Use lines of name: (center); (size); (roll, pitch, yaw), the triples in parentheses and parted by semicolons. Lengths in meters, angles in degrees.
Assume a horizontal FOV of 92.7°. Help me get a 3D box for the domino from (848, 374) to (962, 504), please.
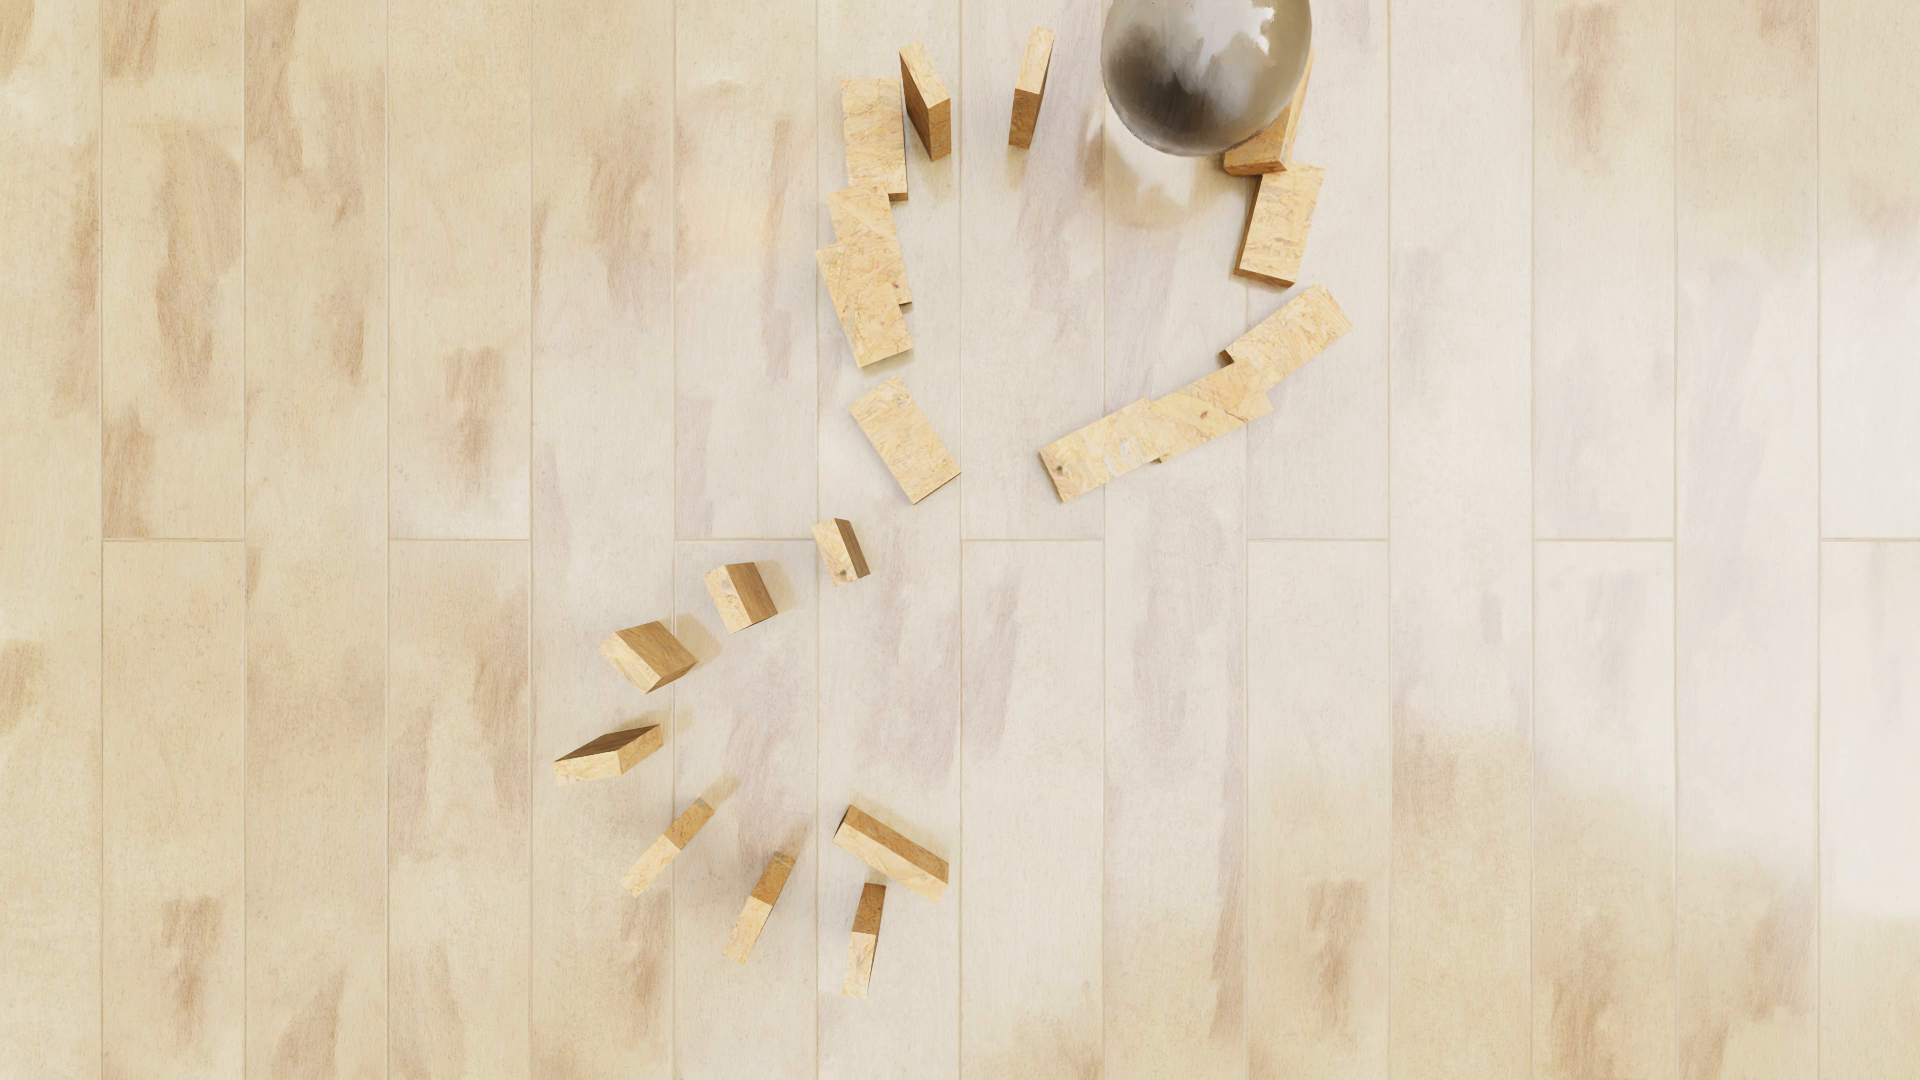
domino: (-0.024, -0.043, 0.395); (0.025, 0.010, 0.050); (-34, 90, 0)

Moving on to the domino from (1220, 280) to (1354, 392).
domino: (0.141, -0.086, 0.395); (0.050, 0.010, 0.025); (-36, 90, 0)

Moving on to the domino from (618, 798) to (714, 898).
domino: (-0.119, 0.125, 0.375); (0.009, 0.050, 0.025); (43, 90, 0)

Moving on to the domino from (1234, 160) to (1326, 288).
domino: (0.137, -0.137, 0.395); (0.025, 0.009, 0.050); (14, 90, 0)

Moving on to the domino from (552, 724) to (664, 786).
domino: (-0.143, 0.087, 0.375); (0.025, 0.050, 0.009); (-10, 90, 0)

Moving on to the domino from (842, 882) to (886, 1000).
domino: (-0.039, 0.163, 0.375); (0.009, 0.050, 0.025); (9, 90, 0)

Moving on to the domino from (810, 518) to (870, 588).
domino: (-0.048, 0.005, 0.375); (0.009, 0.050, 0.025); (-22, 90, 0)

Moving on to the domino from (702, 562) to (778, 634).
domino: (-0.089, 0.023, 0.375); (0.009, 0.050, 0.025); (-26, 90, 0)

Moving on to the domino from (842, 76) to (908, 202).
domino: (-0.037, -0.172, 0.395); (0.025, 0.010, 0.050); (-4, 90, 0)

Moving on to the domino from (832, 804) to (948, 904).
domino: (-0.029, 0.132, 0.388); (0.050, 0.025, 0.009); (31, 90, 0)

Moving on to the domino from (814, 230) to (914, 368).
domino: (-0.040, -0.101, 0.385); (0.025, 0.009, 0.050); (-20, 102, 2)

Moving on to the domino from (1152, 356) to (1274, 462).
domino: (0.104, -0.055, 0.390); (0.050, 0.010, 0.025); (-26, 90, 12)

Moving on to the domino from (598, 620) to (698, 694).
domino: (-0.126, 0.047, 0.375); (0.025, 0.050, 0.010); (45, 90, 0)

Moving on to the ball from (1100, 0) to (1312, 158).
ball: (0.096, -0.193, 0.360); (0.080, 0.080, 0.080); (0, 90, 0)

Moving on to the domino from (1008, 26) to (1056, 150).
domino: (0.029, -0.184, 0.375); (0.010, 0.050, 0.025); (15, 90, 0)

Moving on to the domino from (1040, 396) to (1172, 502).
domino: (0.062, -0.038, 0.390); (0.050, 0.010, 0.025); (-26, 90, 12)

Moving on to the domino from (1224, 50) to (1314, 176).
domino: (0.131, -0.182, 0.388); (0.025, 0.010, 0.050); (13, 90, 41)

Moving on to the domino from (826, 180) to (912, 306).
domino: (-0.038, -0.124, 0.390); (0.025, 0.010, 0.050); (-13, 102, 0)

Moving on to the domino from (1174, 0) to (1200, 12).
domino: (0.098, -0.256, 0.388); (0.010, 0.025, 0.050); (0, 90, 0)

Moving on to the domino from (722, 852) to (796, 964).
domino: (-0.081, 0.149, 0.375); (0.010, 0.050, 0.025); (26, 90, 0)

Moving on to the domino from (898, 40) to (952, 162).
domino: (-0.014, -0.178, 0.375); (0.010, 0.050, 0.025); (-27, 90, 0)
